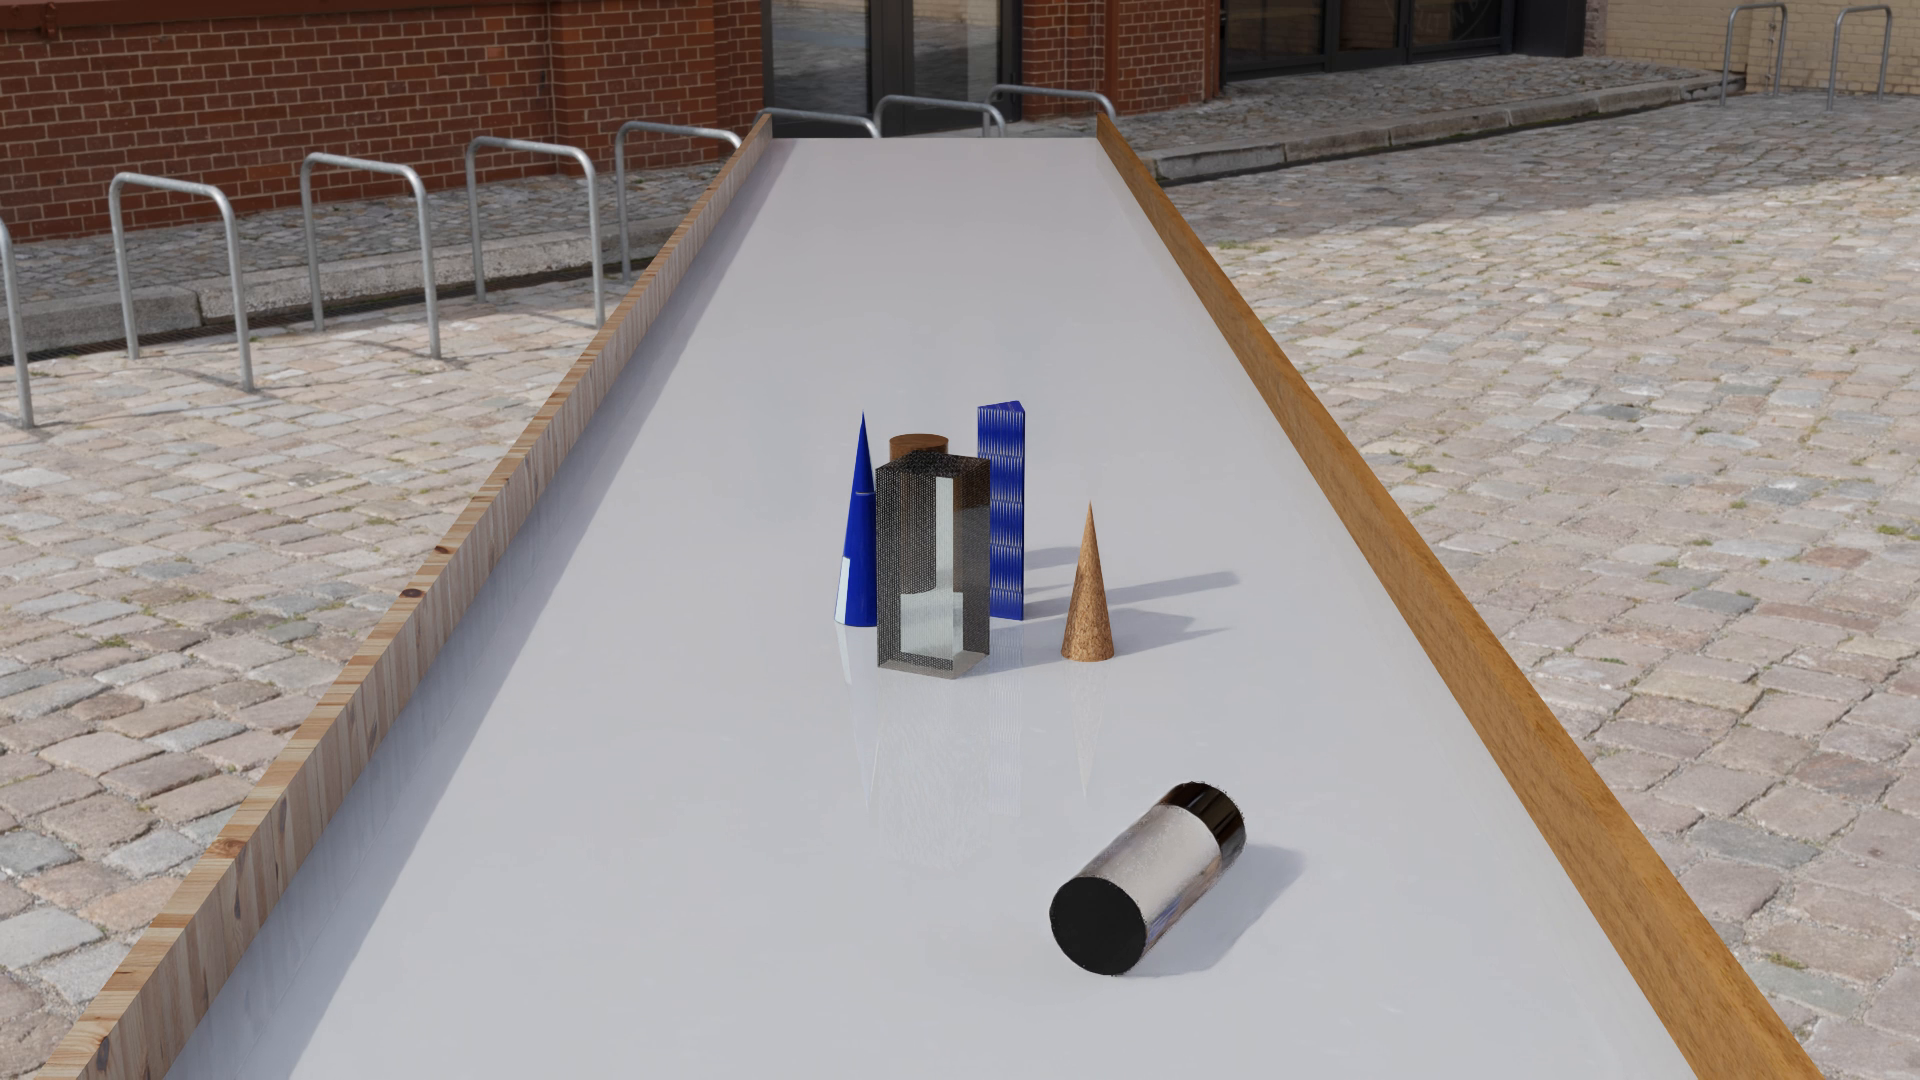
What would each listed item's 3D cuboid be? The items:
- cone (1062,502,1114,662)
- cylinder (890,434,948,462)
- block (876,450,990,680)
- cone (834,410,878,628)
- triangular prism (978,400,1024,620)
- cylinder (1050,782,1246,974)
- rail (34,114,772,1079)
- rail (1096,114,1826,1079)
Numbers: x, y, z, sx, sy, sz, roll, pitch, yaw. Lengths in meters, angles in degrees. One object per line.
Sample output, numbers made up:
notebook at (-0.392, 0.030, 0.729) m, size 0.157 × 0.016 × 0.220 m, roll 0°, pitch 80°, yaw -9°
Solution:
cone at (0.259, 0.073, 4.410) m, size 0.108 × 0.325 × 0.108 m, roll 0°, pitch 17°, yaw 0°
cylinder at (-0.091, -0.068, 4.900) m, size 0.132 × 0.317 × 0.132 m, roll 0°, pitch 17°, yaw 0°
block at (-0.052, 0.047, 4.354) m, size 0.167 × 0.408 × 0.167 m, roll 8°, pitch 18°, yaw 25°
cone at (-0.201, -0.054, 4.611) m, size 0.136 × 0.455 × 0.136 m, roll 0°, pitch 17°, yaw 0°
triangular prism at (0.103, -0.064, 4.649) m, size 0.106 × 0.453 × 0.091 m, roll 7°, pitch 18°, yaw 23°
cylinder at (0.286, 0.499, 3.285) m, size 0.150 × 0.150 × 0.387 m, roll 9°, pitch 19°, yaw 27°
rail at (-1.118, -0.838, 7.780) m, size 0.050 × 0.150 × 12.000 m, roll 0°, pitch 17°, yaw -1°
rail at (0.932, -0.844, 7.801) m, size 0.050 × 0.150 × 12.000 m, roll 0°, pitch 17°, yaw -1°
